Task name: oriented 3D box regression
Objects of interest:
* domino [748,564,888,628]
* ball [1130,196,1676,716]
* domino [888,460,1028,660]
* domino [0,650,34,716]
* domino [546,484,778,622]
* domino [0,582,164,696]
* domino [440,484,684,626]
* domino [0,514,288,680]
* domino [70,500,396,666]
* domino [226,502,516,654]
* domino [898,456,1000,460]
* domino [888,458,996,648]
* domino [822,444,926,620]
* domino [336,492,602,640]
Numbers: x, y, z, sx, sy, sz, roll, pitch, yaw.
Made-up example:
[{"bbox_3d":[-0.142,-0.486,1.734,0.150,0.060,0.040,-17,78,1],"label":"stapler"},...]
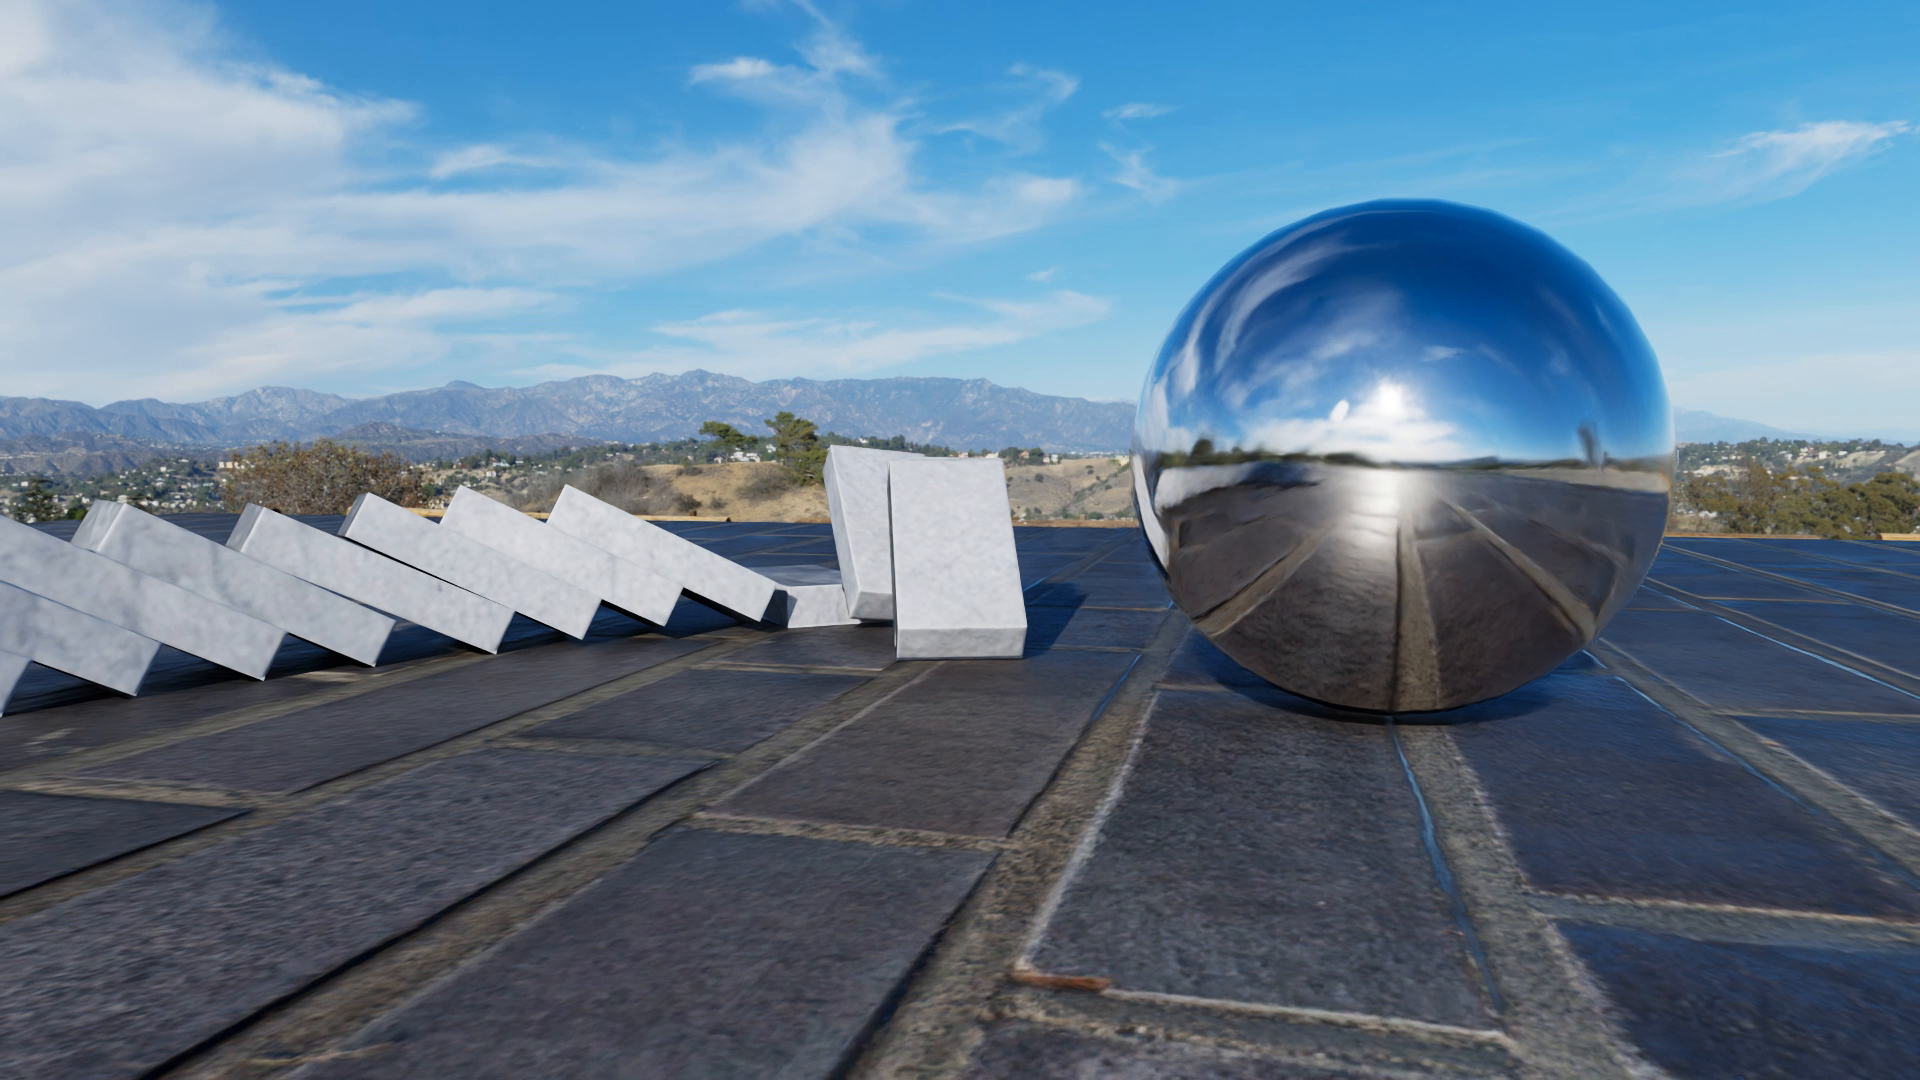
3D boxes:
[{"bbox_3d":[-0.040,0.014,0.324,0.025,0.010,0.050,-2,5,-26],"label":"domino"},{"bbox_3d":[0.067,-0.013,0.202,0.080,0.080,0.080,0,4,0],"label":"ball"},{"bbox_3d":[-0.002,0.003,0.268,0.025,0.009,0.050,0,44,-5],"label":"domino"},{"bbox_3d":[-0.171,0.012,0.191,0.025,0.010,0.050,3,-24,38],"label":"domino"},{"bbox_3d":[-0.068,0.004,0.290,0.050,0.009,0.025,27,-12,-16],"label":"domino"},{"bbox_3d":[-0.160,0.010,0.206,0.025,0.010,0.050,3,-24,38],"label":"domino"},{"bbox_3d":[-0.087,0.004,0.281,0.050,0.010,0.025,27,-12,-17],"label":"domino"},{"bbox_3d":[-0.148,0.010,0.224,0.025,0.010,0.050,4,-23,43],"label":"domino"},{"bbox_3d":[-0.135,0.008,0.239,0.025,0.009,0.050,4,-23,46],"label":"domino"},{"bbox_3d":[-0.118,0.008,0.257,0.050,0.009,0.025,29,-13,-33],"label":"domino"},{"bbox_3d":[-0.001,0.001,0.298,0.025,0.010,0.050,0,44,-5],"label":"domino"},{"bbox_3d":[-0.003,0.002,0.283,0.025,0.010,0.050,0,44,-5],"label":"domino"},{"bbox_3d":[-0.017,-0.002,0.313,0.025,0.010,0.050,4,44,-20],"label":"domino"},{"bbox_3d":[-0.103,0.006,0.270,0.050,0.010,0.025,29,-13,-27],"label":"domino"}]
